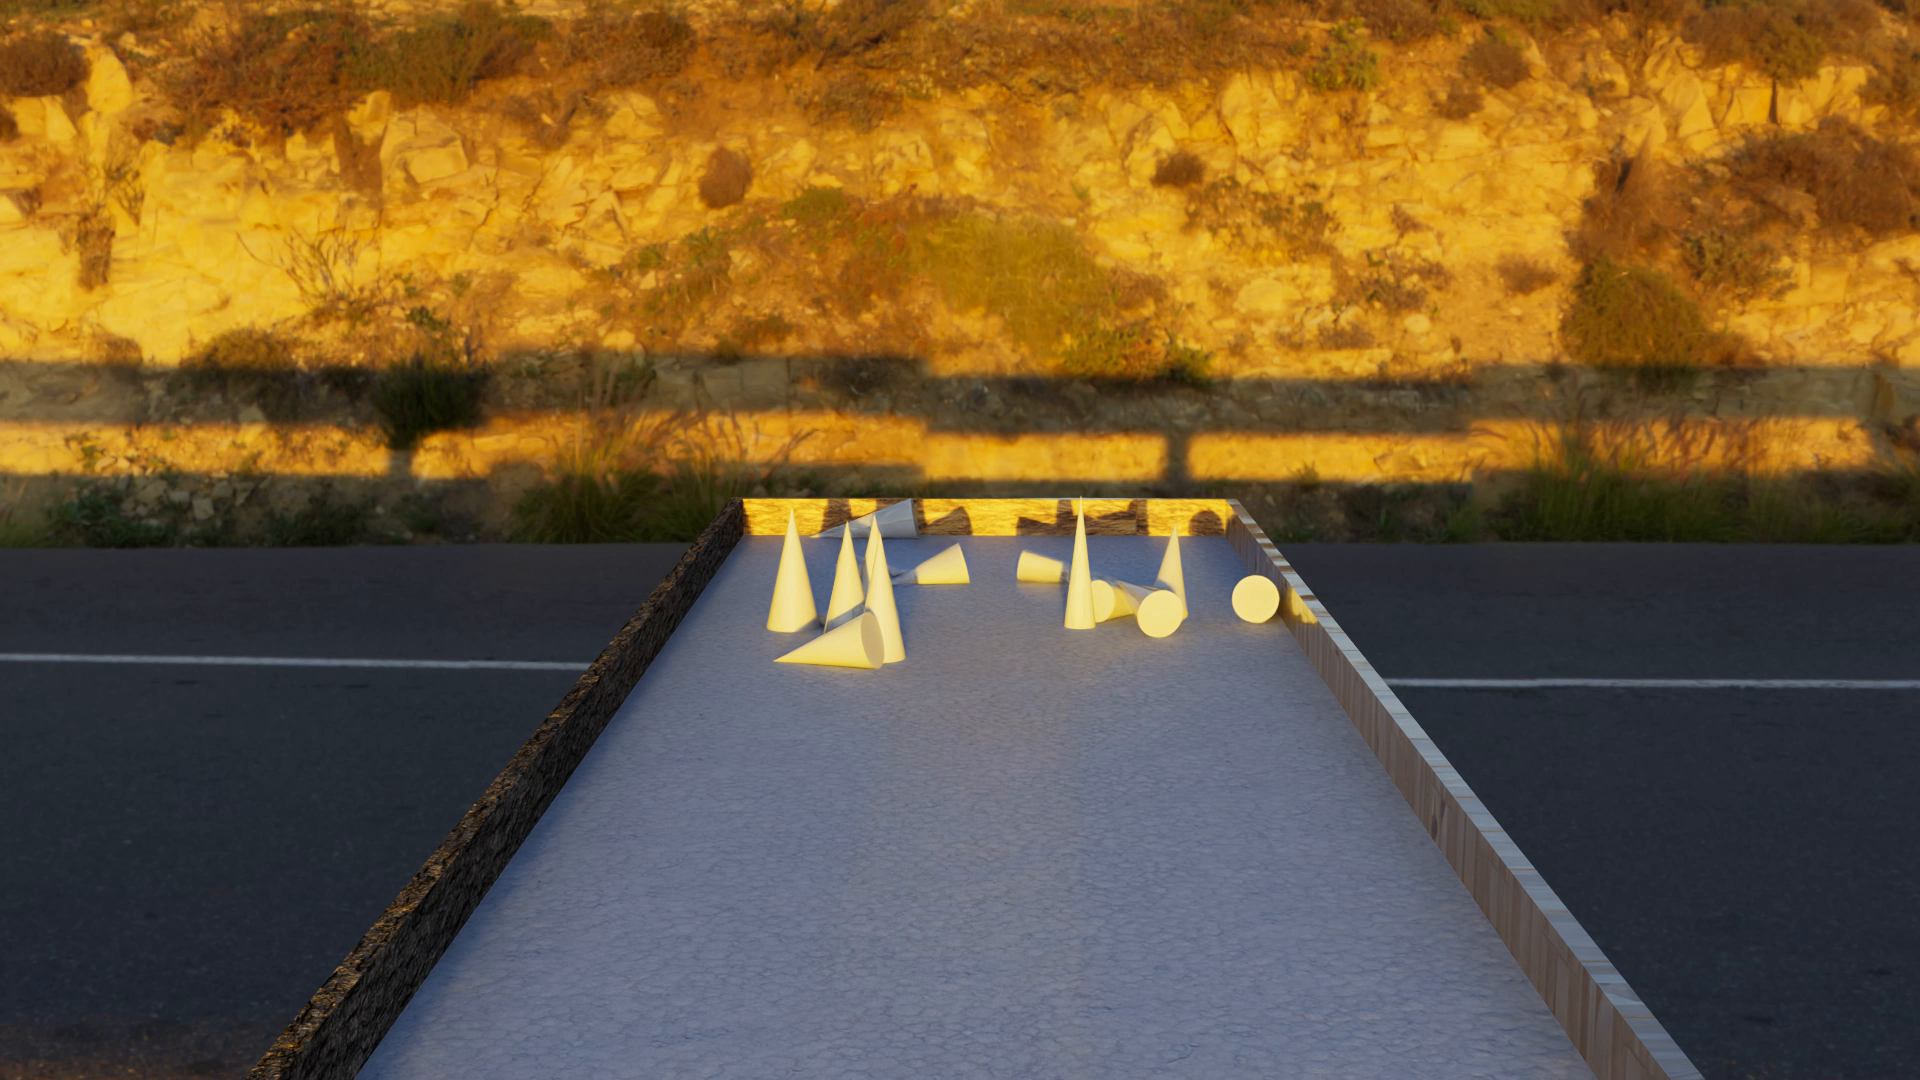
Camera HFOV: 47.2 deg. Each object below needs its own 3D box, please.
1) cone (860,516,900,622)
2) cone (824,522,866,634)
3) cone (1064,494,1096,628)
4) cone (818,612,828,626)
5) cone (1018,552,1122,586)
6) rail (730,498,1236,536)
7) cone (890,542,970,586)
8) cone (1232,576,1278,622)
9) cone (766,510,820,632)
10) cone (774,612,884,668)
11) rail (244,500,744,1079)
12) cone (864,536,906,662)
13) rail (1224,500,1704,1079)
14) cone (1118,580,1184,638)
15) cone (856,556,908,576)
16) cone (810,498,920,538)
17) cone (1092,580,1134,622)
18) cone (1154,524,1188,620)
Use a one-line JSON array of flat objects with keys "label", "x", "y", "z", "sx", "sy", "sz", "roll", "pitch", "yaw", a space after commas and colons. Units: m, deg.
[{"label": "cone", "x": -0.281, "y": 0.094, "z": 7.251, "sx": 0.168, "sy": 0.364, "sz": 0.168, "roll": 0, "pitch": 9, "yaw": 0}, {"label": "cone", "x": -0.353, "y": 0.133, "z": 6.911, "sx": 0.169, "sy": 0.395, "sz": 0.169, "roll": 0, "pitch": 9, "yaw": 0}, {"label": "cone", "x": 0.394, "y": 0.067, "z": 7.197, "sx": 0.106, "sy": 0.435, "sz": 0.106, "roll": 0, "pitch": 9, "yaw": 0}, {"label": "cone", "x": -0.415, "y": 0.257, "z": 7.201, "sx": 0.118, "sy": 0.118, "sz": 0.388, "roll": -7, "pitch": 2, "yaw": -36}, {"label": "cone", "x": 0.435, "y": 0.130, "z": 8.011, "sx": 0.438, "sy": 0.110, "sz": 0.110, "roll": 10, "pitch": 11, "yaw": 13}, {"label": "rail", "x": 0.099, "y": -0.098, "z": 9.147, "sx": 2.100, "sy": 0.150, "sz": 0.050, "roll": 0, "pitch": 9, "yaw": 1}, {"label": "cone", "x": -0.134, "y": 0.124, "z": 7.985, "sx": 0.303, "sy": 0.156, "sz": 0.156, "roll": -16, "pitch": 11, "yaw": -5}, {"label": "cone", "x": 1.029, "y": 0.209, "z": 7.444, "sx": 0.156, "sy": 0.156, "sz": 0.333, "roll": 3, "pitch": -4, "yaw": 18}, {"label": "cone", "x": -0.547, "y": 0.088, "z": 7.179, "sx": 0.176, "sy": 0.400, "sz": 0.176, "roll": 0, "pitch": 9, "yaw": 0}, {"label": "cone", "x": -0.415, "y": 0.334, "z": 6.631, "sx": 0.333, "sy": 0.173, "sz": 0.173, "roll": -12, "pitch": 5, "yaw": 19}, {"label": "rail", "x": -1.004, "y": 0.839, "z": 3.234, "sx": 0.050, "sy": 0.150, "sz": 12.000, "roll": 0, "pitch": 9, "yaw": 1}, {"label": "cone", "x": -0.243, "y": 0.167, "z": 6.708, "sx": 0.157, "sy": 0.391, "sz": 0.157, "roll": 0, "pitch": 9, "yaw": 0}, {"label": "rail", "x": 1.046, "y": 0.843, "z": 3.208, "sx": 0.050, "sy": 0.150, "sz": 12.000, "roll": 0, "pitch": 9, "yaw": 1}, {"label": "cone", "x": 0.584, "y": 0.186, "z": 7.203, "sx": 0.157, "sy": 0.157, "sz": 0.395, "roll": -3, "pitch": 16, "yaw": -17}, {"label": "cone", "x": -0.289, "y": 0.113, "z": 8.119, "sx": 0.112, "sy": 0.112, "sz": 0.335, "roll": 9, "pitch": 3, "yaw": 45}, {"label": "cone", "x": -0.404, "y": -0.050, "z": 9.058, "sx": 0.449, "sy": 0.171, "sz": 0.171, "roll": -10, "pitch": 8, "yaw": 5}, {"label": "cone", "x": 0.601, "y": 0.211, "z": 7.456, "sx": 0.139, "sy": 0.139, "sz": 0.437, "roll": 8, "pitch": 3, "yaw": 41}, {"label": "cone", "x": 0.703, "y": 0.086, "z": 7.317, "sx": 0.138, "sy": 0.350, "sz": 0.138, "roll": 7, "pitch": -29, "yaw": 4}]
